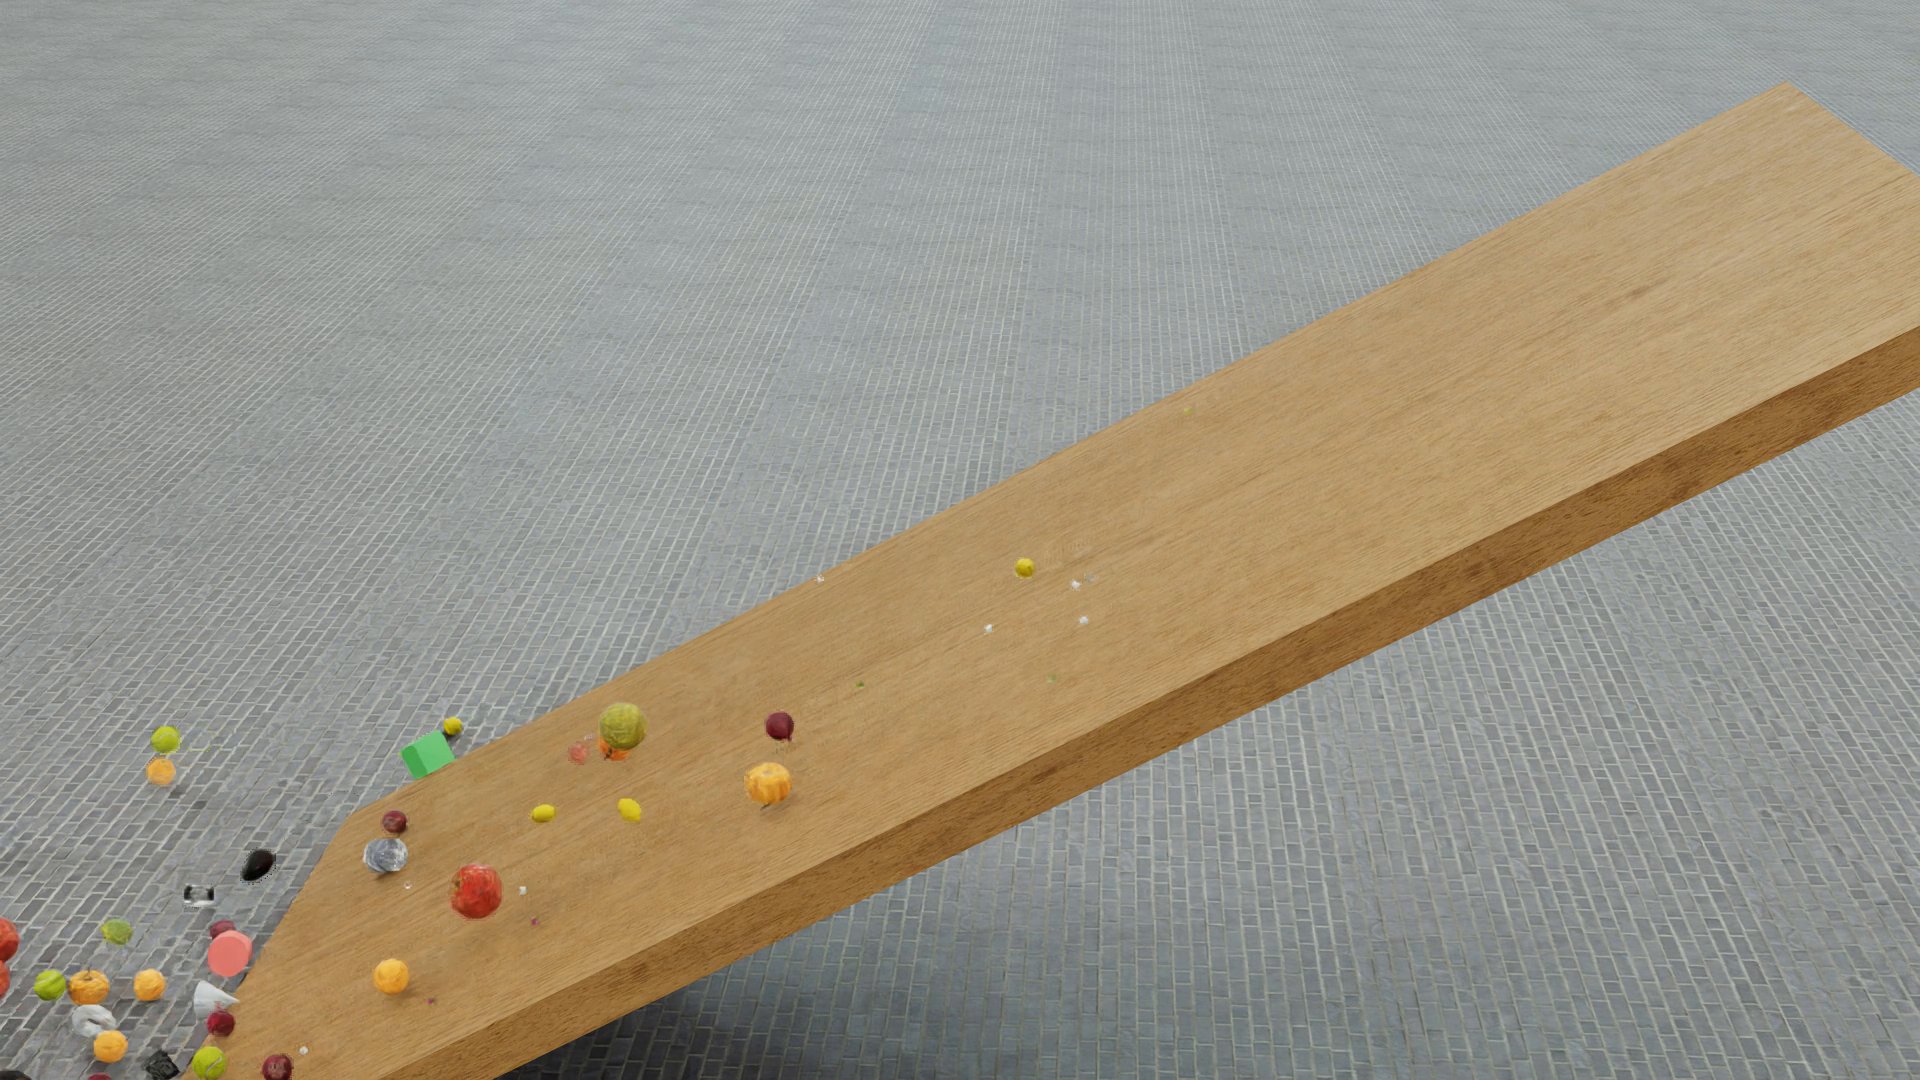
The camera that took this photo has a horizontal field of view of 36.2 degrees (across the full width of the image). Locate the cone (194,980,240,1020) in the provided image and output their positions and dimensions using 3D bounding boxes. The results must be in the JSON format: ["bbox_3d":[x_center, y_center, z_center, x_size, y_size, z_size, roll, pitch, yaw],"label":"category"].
[{"bbox_3d":[-1.646,1.027,6.552,0.090,0.090,0.090,0,18,8],"label":"cone"}]

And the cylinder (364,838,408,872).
[{"bbox_3d":[-1.344,0.737,6.882,0.077,0.077,0.077,-14,2,-38],"label":"cylinder"}]

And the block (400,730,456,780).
[{"bbox_3d":[-1.372,0.555,7.574,0.087,0.087,0.087,-29,3,-39],"label":"block"}]

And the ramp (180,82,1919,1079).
[{"bbox_3d":[0.141,0.167,6.282,4.000,0.100,2.000,-27,14,11],"label":"ramp"}]

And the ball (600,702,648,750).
[{"bbox_3d":[-0.636,0.352,5.558,0.091,0.091,0.091,0,18,0],"label":"ball"}]

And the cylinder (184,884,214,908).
[{"bbox_3d":[-1.868,0.873,7.216,0.054,0.054,0.054,11,6,-41],"label":"cylinder"}]

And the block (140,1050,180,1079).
[{"bbox_3d":[-1.714,1.132,6.300,0.053,0.053,0.053,-37,15,-24],"label":"block"}]

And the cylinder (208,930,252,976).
[{"bbox_3d":[-1.680,0.951,6.765,0.093,0.093,0.093,-3,1,-9],"label":"cylinder"}]

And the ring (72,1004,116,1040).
[{"bbox_3d":[-1.927,1.072,6.544,0.098,0.098,0.033,2,39,6],"label":"ring"}]
